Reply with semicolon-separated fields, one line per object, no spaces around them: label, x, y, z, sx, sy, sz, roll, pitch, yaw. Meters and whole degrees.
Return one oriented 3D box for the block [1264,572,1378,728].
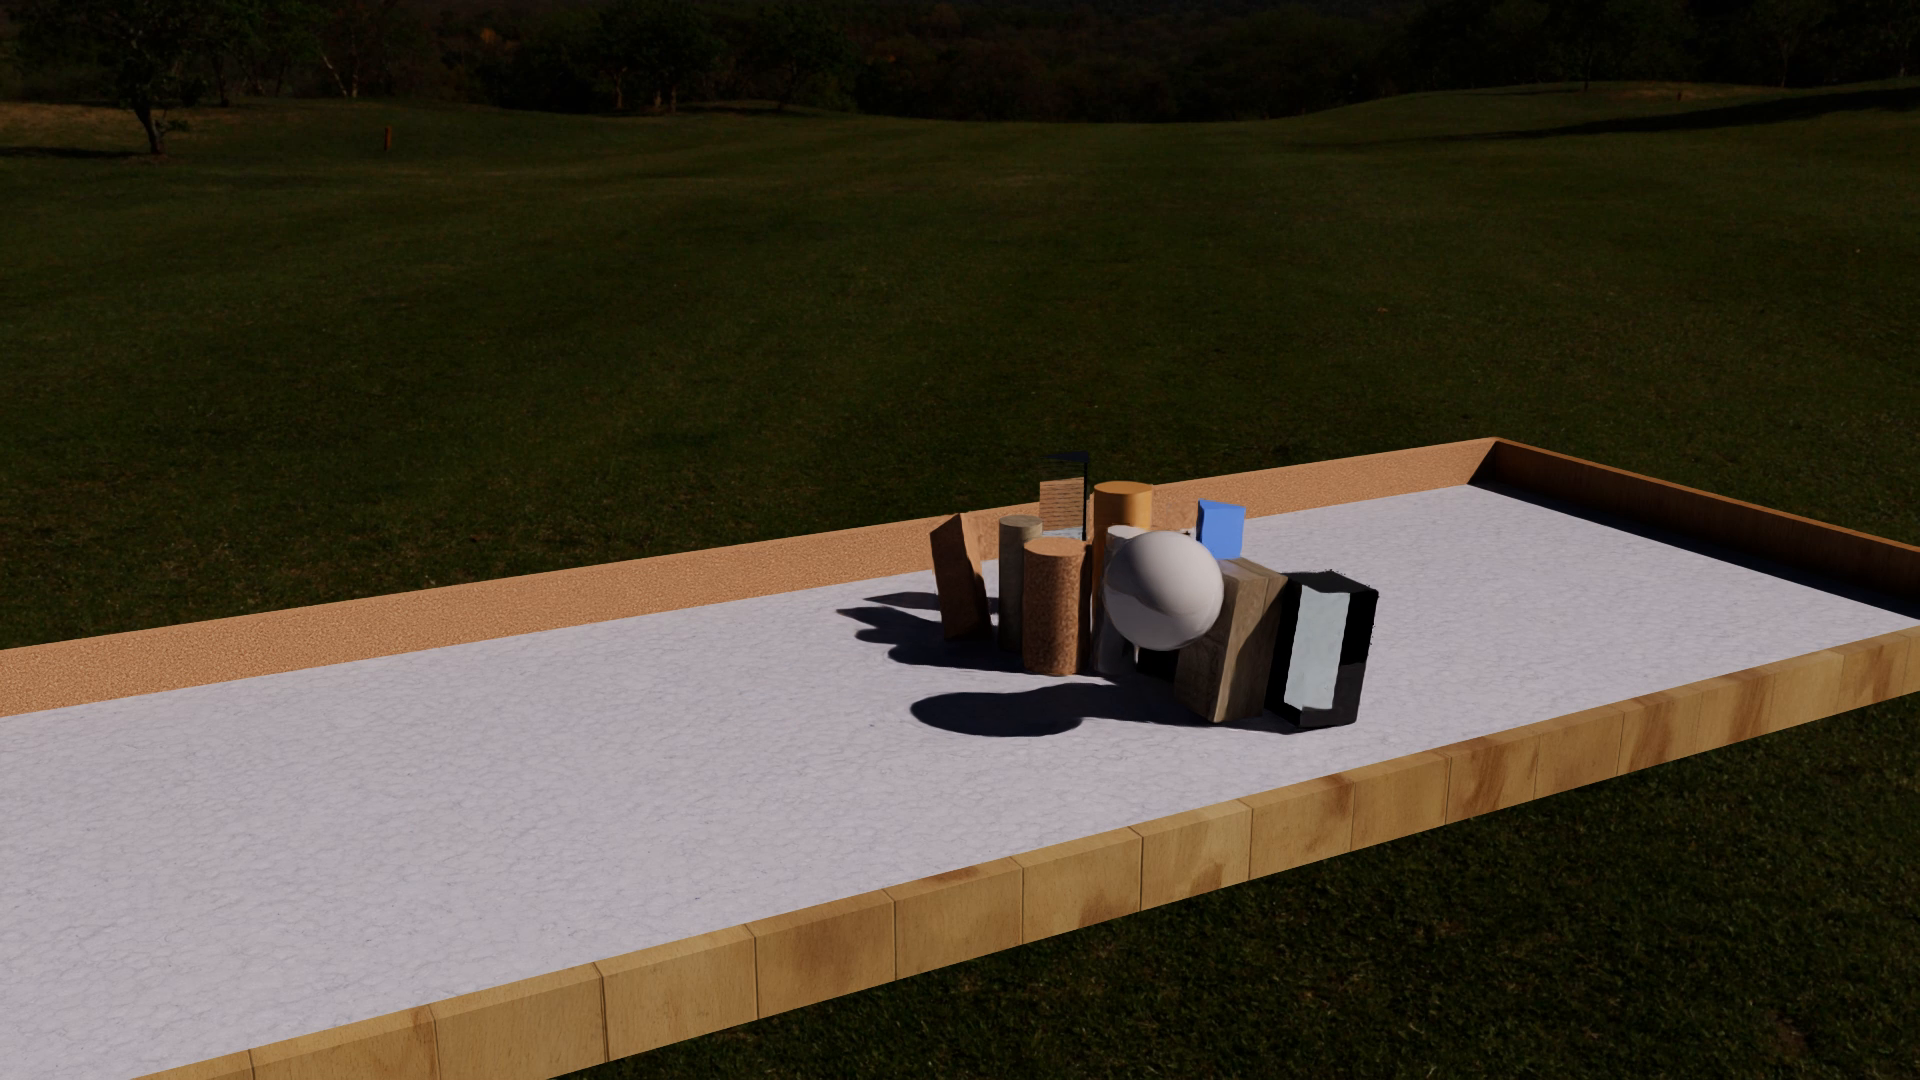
block;0.839;0.255;3.881;0.168;0.325;0.168;0;15;-26

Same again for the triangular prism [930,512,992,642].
triangular prism;0.014;0.097;4.448;0.132;0.114;0.337;0;58;-15

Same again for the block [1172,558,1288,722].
block;0.635;0.234;3.900;0.154;0.348;0.154;-3;18;-34

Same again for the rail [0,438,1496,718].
rail;-3.305;0.497;3.399;12.000;0.150;0.050;-9;18;-27

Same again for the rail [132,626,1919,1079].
rail;-2.336;1.006;1.665;12.000;0.150;0.050;-9;18;-27

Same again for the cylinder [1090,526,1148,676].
cylinder;0.408;0.153;4.176;0.118;0.361;0.118;6;17;-2

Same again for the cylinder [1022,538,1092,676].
cylinder;0.248;0.168;4.219;0.173;0.316;0.173;0;16;0

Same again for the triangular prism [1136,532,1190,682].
triangular prism;0.518;0.168;4.183;0.099;0.372;0.114;1;-29;19

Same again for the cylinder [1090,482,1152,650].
cylinder;0.424;0.071;4.345;0.151;0.429;0.151;0;15;0

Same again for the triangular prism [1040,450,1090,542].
triangular prism;0.318;-0.018;4.614;0.151;0.452;0.131;10;19;30

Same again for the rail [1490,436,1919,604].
rail;2.466;-0.048;5.253;0.050;0.150;2.100;-9;18;-27

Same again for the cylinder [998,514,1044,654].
cylinder;0.158;0.117;4.340;0.116;0.348;0.116;0;16;0

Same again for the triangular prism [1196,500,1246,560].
triangular prism;0.611;0.126;4.132;0.125;0.443;0.108;-3;14;-25

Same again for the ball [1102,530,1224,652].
ball;0.462;0.115;3.763;0.277;0.277;0.277;0;16;0
